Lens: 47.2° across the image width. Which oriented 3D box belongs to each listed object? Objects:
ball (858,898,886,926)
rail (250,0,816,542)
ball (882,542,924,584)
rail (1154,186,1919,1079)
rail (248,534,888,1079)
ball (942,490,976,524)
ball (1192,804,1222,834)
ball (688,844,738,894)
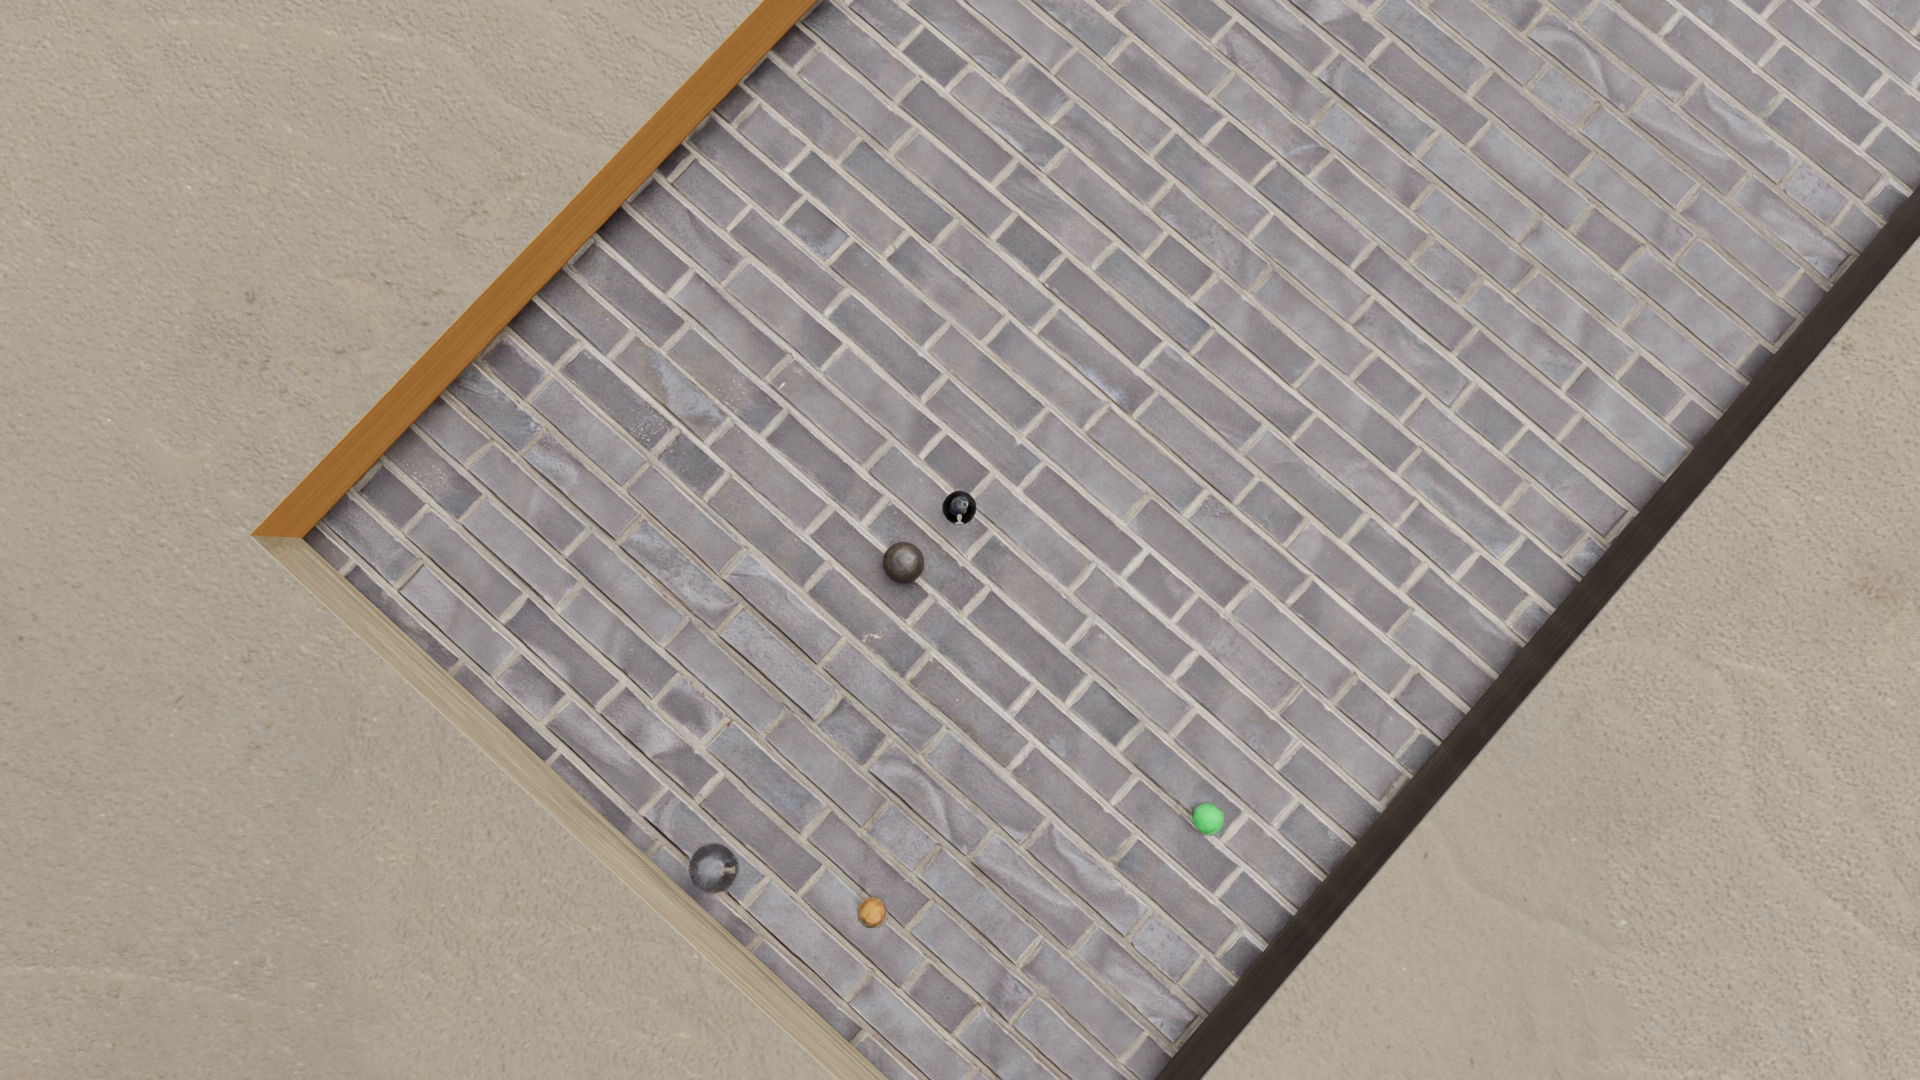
[{"bbox_3d":[-0.127,0.541,3.203,0.041,0.041,0.041,0,80,0],"label":"ball"},{"bbox_3d":[-0.094,-1.010,3.436,0.045,0.093,2.792,41,83,6],"label":"rail"},{"bbox_3d":[-0.084,0.034,3.277,0.063,0.063,0.063,0,80,0],"label":"ball"},{"bbox_3d":[1.025,-0.023,3.270,0.045,0.093,2.792,41,83,6],"label":"rail"},{"bbox_3d":[-0.449,0.493,3.184,1.549,0.093,0.045,41,83,6],"label":"rail"},{"bbox_3d":[-0.001,-0.048,3.296,0.052,0.052,0.052,0,80,0],"label":"ball"},{"bbox_3d":[0.362,0.408,3.224,0.043,0.043,0.043,0,80,0],"label":"ball"},{"bbox_3d":[-0.359,0.478,3.198,0.072,0.072,0.072,0,80,0],"label":"ball"}]
